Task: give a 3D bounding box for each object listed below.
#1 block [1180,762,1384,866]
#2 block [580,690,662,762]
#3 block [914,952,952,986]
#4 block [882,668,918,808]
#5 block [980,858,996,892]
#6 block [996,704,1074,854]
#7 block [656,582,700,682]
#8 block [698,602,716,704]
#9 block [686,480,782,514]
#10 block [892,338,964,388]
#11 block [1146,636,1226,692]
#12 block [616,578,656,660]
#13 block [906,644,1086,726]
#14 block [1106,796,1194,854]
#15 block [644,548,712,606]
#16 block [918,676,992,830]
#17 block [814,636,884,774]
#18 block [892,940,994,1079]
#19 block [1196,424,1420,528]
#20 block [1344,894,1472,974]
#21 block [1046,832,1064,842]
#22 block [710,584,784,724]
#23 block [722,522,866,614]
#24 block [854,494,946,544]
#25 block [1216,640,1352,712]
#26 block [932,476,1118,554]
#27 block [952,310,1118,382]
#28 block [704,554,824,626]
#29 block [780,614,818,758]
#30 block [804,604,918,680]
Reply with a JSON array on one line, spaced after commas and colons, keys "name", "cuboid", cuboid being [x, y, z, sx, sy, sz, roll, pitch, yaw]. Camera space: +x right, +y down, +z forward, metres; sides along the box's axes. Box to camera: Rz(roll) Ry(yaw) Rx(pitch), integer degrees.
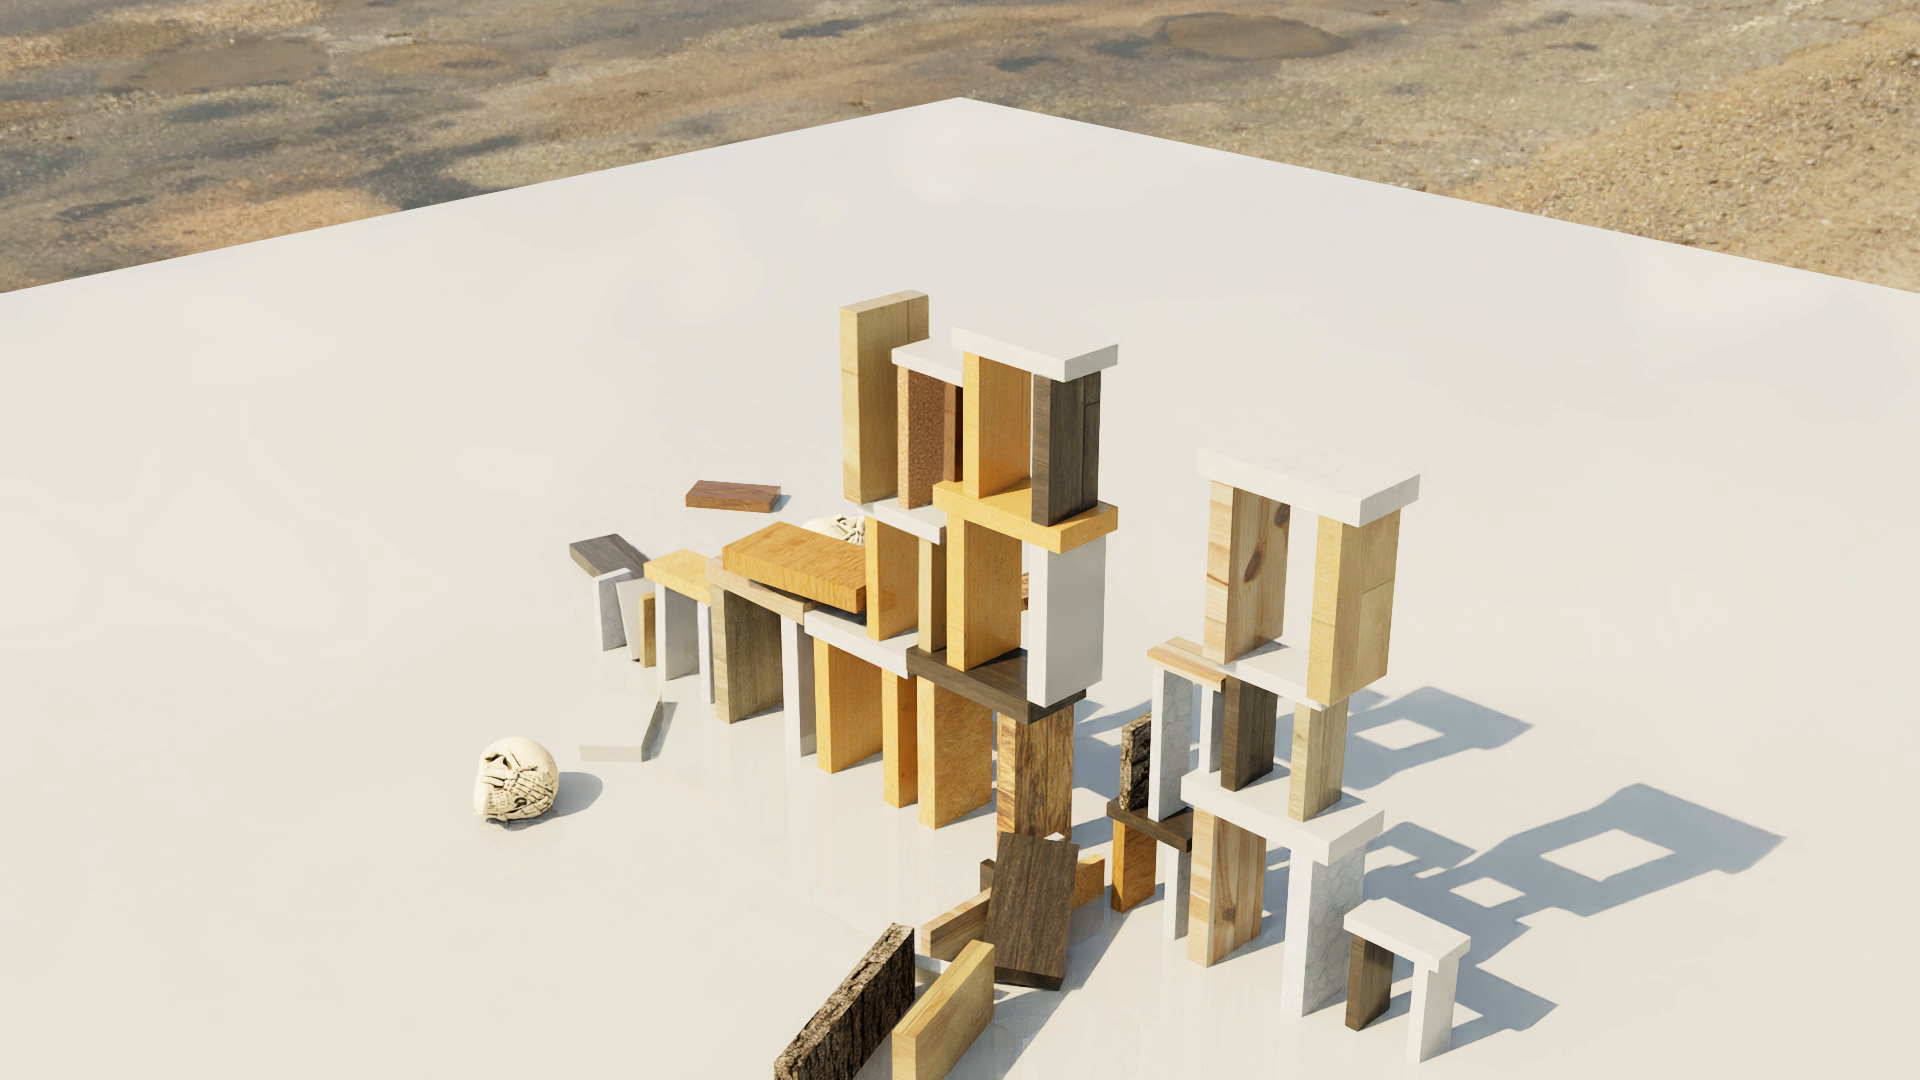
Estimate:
[{"name": "block", "cuboid": [0.557, 0.458, 3.812, 0.317, 0.045, 0.158, 21, 31, 41]}, {"name": "block", "cuboid": [-0.733, 0.402, 4.767, 0.131, 0.037, 0.261, 1, 23, 2]}, {"name": "block", "cuboid": [-0.054, 0.758, 3.869, 0.167, 0.084, 0.024, 10, 61, 23]}, {"name": "block", "cuboid": [-0.086, 0.379, 4.476, 0.043, 0.305, 0.153, 21, 31, 41]}, {"name": "block", "cuboid": [0.101, 0.661, 4.100, 0.023, 0.080, 0.159, -20, 30, -39]}, {"name": "block", "cuboid": [0.146, 0.460, 4.256, 0.164, 0.329, 0.047, -21, 31, -41]}, {"name": "block", "cuboid": [-0.632, 0.191, 4.999, 0.121, 0.241, 0.034, -20, 34, -39]}, {"name": "block", "cuboid": [-0.523, 0.234, 4.898, 0.121, 0.241, 0.034, -21, 32, -40]}, {"name": "block", "cuboid": [-0.617, -0.119, 5.998, 0.236, 0.033, 0.118, 5, 23, 11]}, {"name": "block", "cuboid": [-0.025, -0.332, 4.116, 0.098, 0.028, 0.195, -20, 30, -39]}, {"name": "block", "cuboid": [0.419, 0.217, 3.866, 0.166, 0.024, 0.083, 21, 31, 41]}, {"name": "block", "cuboid": [-0.737, 0.181, 5.107, 0.090, 0.180, 0.025, -11, 3, -21]}, {"name": "block", "cuboid": [0.068, 0.257, 4.254, 0.329, 0.047, 0.164, 21, 31, 41]}, {"name": "block", "cuboid": [0.372, 0.510, 4.032, 0.192, 0.027, 0.096, 21, 31, 41]}, {"name": "block", "cuboid": [-0.579, 0.083, 4.900, 0.241, 0.034, 0.121, 20, 30, 39]}, {"name": "block", "cuboid": [-0.009, 0.399, 4.399, 0.047, 0.328, 0.164, 21, 31, 41]}, {"name": "block", "cuboid": [-0.231, 0.323, 4.609, 0.043, 0.305, 0.153, 21, 31, 41]}, {"name": "block", "cuboid": [-0.025, 0.808, 3.668, 0.042, 0.148, 0.295, 11, 25, 24]}, {"name": "block", "cuboid": [0.562, -0.107, 3.562, 0.323, 0.046, 0.162, 21, 31, 41]}, {"name": "block", "cuboid": [0.750, 0.659, 3.691, 0.188, 0.027, 0.094, 21, 31, 41]}, {"name": "block", "cuboid": [0.134, 0.623, 4.191, 0.159, 0.080, 0.023, -19, 29, -37]}, {"name": "block", "cuboid": [-0.463, 0.227, 4.814, 0.161, 0.321, 0.046, -21, 31, -40]}, {"name": "block", "cuboid": [-0.296, 0.053, 4.534, 0.359, 0.051, 0.180, 16, 28, 34]}, {"name": "block", "cuboid": [-0.080, -0.056, 4.278, 0.119, 0.034, 0.238, -21, 31, -40]}, {"name": "block", "cuboid": [0.554, 0.222, 3.712, 0.219, 0.031, 0.109, 21, 31, 40]}, {"name": "block", "cuboid": [0.119, -0.061, 4.071, 0.319, 0.045, 0.159, 21, 31, 40]}, {"name": "block", "cuboid": [0.132, -0.348, 3.927, 0.139, 0.039, 0.278, -21, 31, -40]}, {"name": "block", "cuboid": [-0.378, 0.088, 4.674, 0.161, 0.046, 0.321, -21, 31, -40]}, {"name": "block", "cuboid": [-0.302, 0.285, 4.677, 0.046, 0.321, 0.161, 19, 30, 38]}, {"name": "block", "cuboid": [-0.158, 0.191, 4.474, 0.305, 0.043, 0.153, 21, 31, 41]}]
